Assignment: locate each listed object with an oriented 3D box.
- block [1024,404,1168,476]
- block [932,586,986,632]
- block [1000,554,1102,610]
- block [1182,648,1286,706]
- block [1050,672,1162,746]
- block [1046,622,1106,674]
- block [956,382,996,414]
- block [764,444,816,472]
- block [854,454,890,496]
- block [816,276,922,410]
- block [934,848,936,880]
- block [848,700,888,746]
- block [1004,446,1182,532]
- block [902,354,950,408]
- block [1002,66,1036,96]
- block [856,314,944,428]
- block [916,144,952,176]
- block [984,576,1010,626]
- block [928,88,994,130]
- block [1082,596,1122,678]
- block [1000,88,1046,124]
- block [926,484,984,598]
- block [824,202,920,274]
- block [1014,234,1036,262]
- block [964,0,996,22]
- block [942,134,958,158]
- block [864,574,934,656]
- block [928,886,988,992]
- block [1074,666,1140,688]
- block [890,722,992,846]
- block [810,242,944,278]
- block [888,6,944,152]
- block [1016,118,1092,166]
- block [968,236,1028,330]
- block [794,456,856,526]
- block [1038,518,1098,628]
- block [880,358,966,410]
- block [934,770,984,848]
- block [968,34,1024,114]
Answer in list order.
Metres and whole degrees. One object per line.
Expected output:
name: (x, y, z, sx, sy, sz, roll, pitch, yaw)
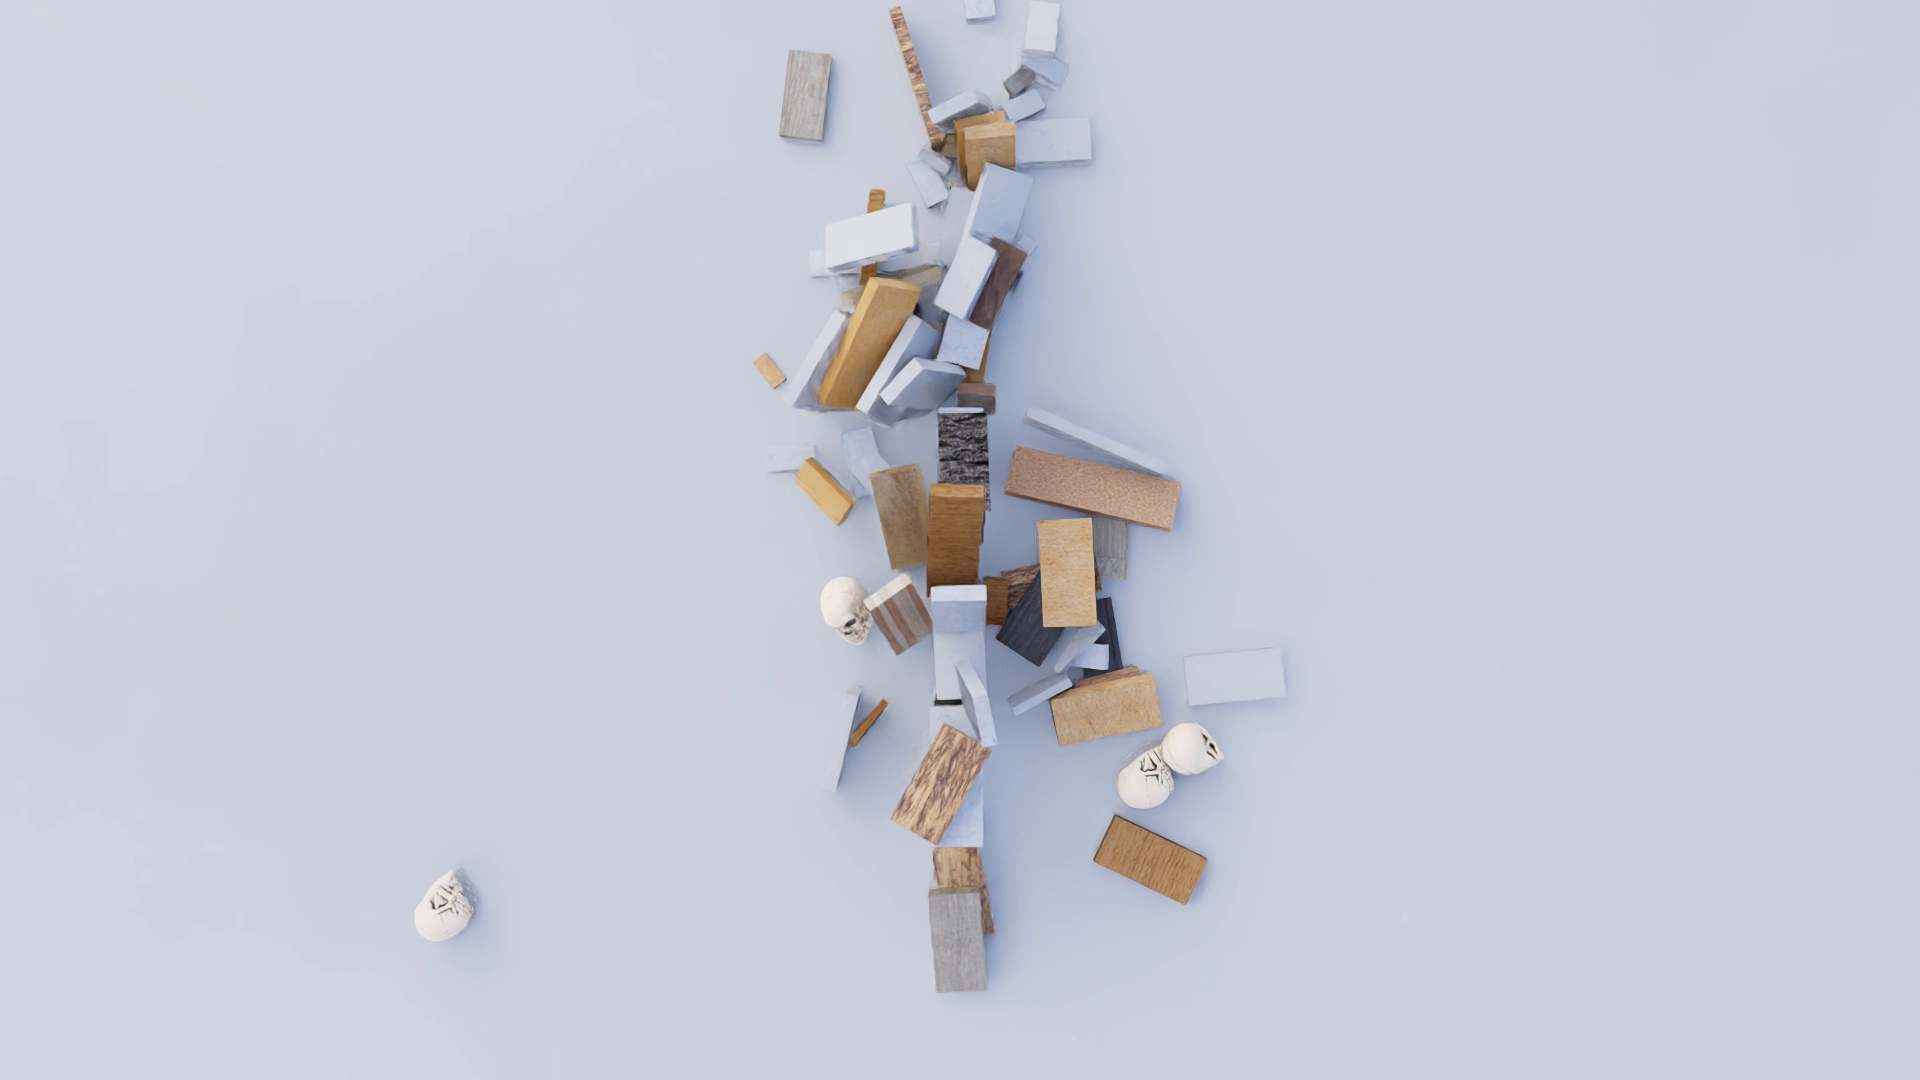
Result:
block: (0.444, -0.327, 5.431, 0.486, 0.137, 0.039, 23, 90, 0)
block: (-0.002, 0.209, 4.979, 0.161, 0.325, 0.046, -1, 71, 0)
block: (0.304, 0.136, 5.461, 0.316, 0.037, 0.130, -12, 90, 8)
block: (0.909, 0.453, 5.477, 0.320, 0.045, 0.160, -5, 90, 0)
block: (0.481, 0.560, 5.445, 0.347, 0.049, 0.174, -12, 112, 0)
block: (0.371, 0.331, 5.434, 0.212, 0.030, 0.106, -47, 58, 12)
block: (0.054, -0.460, 5.375, 0.122, 0.244, 0.035, 5, 80, 2)
block: (-0.565, -0.274, 5.488, 0.165, 0.023, 0.082, -4, 90, 0)
block: (-0.241, -0.172, 5.454, 0.108, 0.030, 0.215, -42, 98, -3)
block: (-0.295, -0.629, 5.325, 0.050, 0.175, 0.458, 52, 125, 39)
block: (-0.010, 0.969, 5.478, 0.154, 0.044, 0.309, 0, 90, 0)
block: (-0.300, 0.602, 5.416, 0.023, 0.082, 0.165, 37, 51, 4)
block: (0.437, -0.171, 5.448, 0.561, 0.045, 0.160, 13, 79, 3)
block: (-0.120, -0.517, 5.360, 0.196, 0.098, 0.028, -37, 72, -11)
block: (0.197, -1.523, 5.460, 0.112, 0.016, 0.056, -42, 113, -16)
block: (-0.191, -0.548, 5.368, 0.050, 0.175, 0.350, 33, 93, 28)
block: (-0.084, -1.256, 5.449, 0.112, 0.056, 0.016, 34, 60, -1)
block: (0.116, 0.203, 5.450, 0.082, 0.023, 0.166, 5, 116, 4)
block: (0.007, -1.370, 5.256, 0.155, 0.407, 0.044, -24, 97, 12)
block: (0.458, 0.328, 5.482, 0.130, 0.037, 0.259, -9, 90, 0)
block: (0.208, -1.435, 5.463, 0.143, 0.020, 0.072, -30, 91, -22)
block: (-0.019, 0.011, 5.252, 0.165, 0.566, 0.047, 1, 55, -2)
block: (-0.284, -0.967, 5.282, 0.310, 0.044, 0.155, -10, 71, 22)
block: (0.203, -0.957, 5.492, 0.054, 0.015, 0.108, 36, 90, 0)
block: (0.043, -1.946, 5.486, 0.098, 0.028, 0.427, -7, 90, 0)
block: (0.012, -1.298, 5.439, 0.143, 0.020, 0.072, -2, 116, -29)
block: (-0.192, 0.244, 5.345, 0.161, 0.322, 0.046, -34, 57, -6)
block: (-0.006, 1.316, 5.428, 0.168, 0.048, 0.352, -3, 104, 4)
block: (0.496, 0.494, 5.463, 0.212, 0.030, 0.106, -14, 113, 1)
block: (-0.059, 0.749, 5.068, 0.168, 0.048, 0.337, 30, 90, 0)
block: (-0.233, -0.935, 5.488, 0.533, 0.023, 0.082, -4, 90, 0)
block: (-0.143, -1.512, 5.429, 0.040, 0.142, 0.459, -18, 90, 0)
block: (0.295, -1.323, 5.481, 0.275, 0.039, 0.137, -3, 90, 0)
block: (0.101, -0.827, 5.320, 0.122, 0.035, 0.275, 28, 98, -1)
block: (-0.448, -0.160, 5.433, 0.215, 0.030, 0.108, 45, 132, 11)
block: (0.351, 0.105, 5.361, 0.174, 0.049, 0.347, -3, 91, 8)
block: (-0.114, -0.497, 5.278, 0.165, 0.329, 0.047, -44, 74, 19)
block: (-0.009, 0.794, 5.114, 0.154, 0.044, 0.309, -1, 90, 0)
block: (0.106, -1.522, 5.480, 0.142, 0.040, 0.284, 15, 90, 0)
